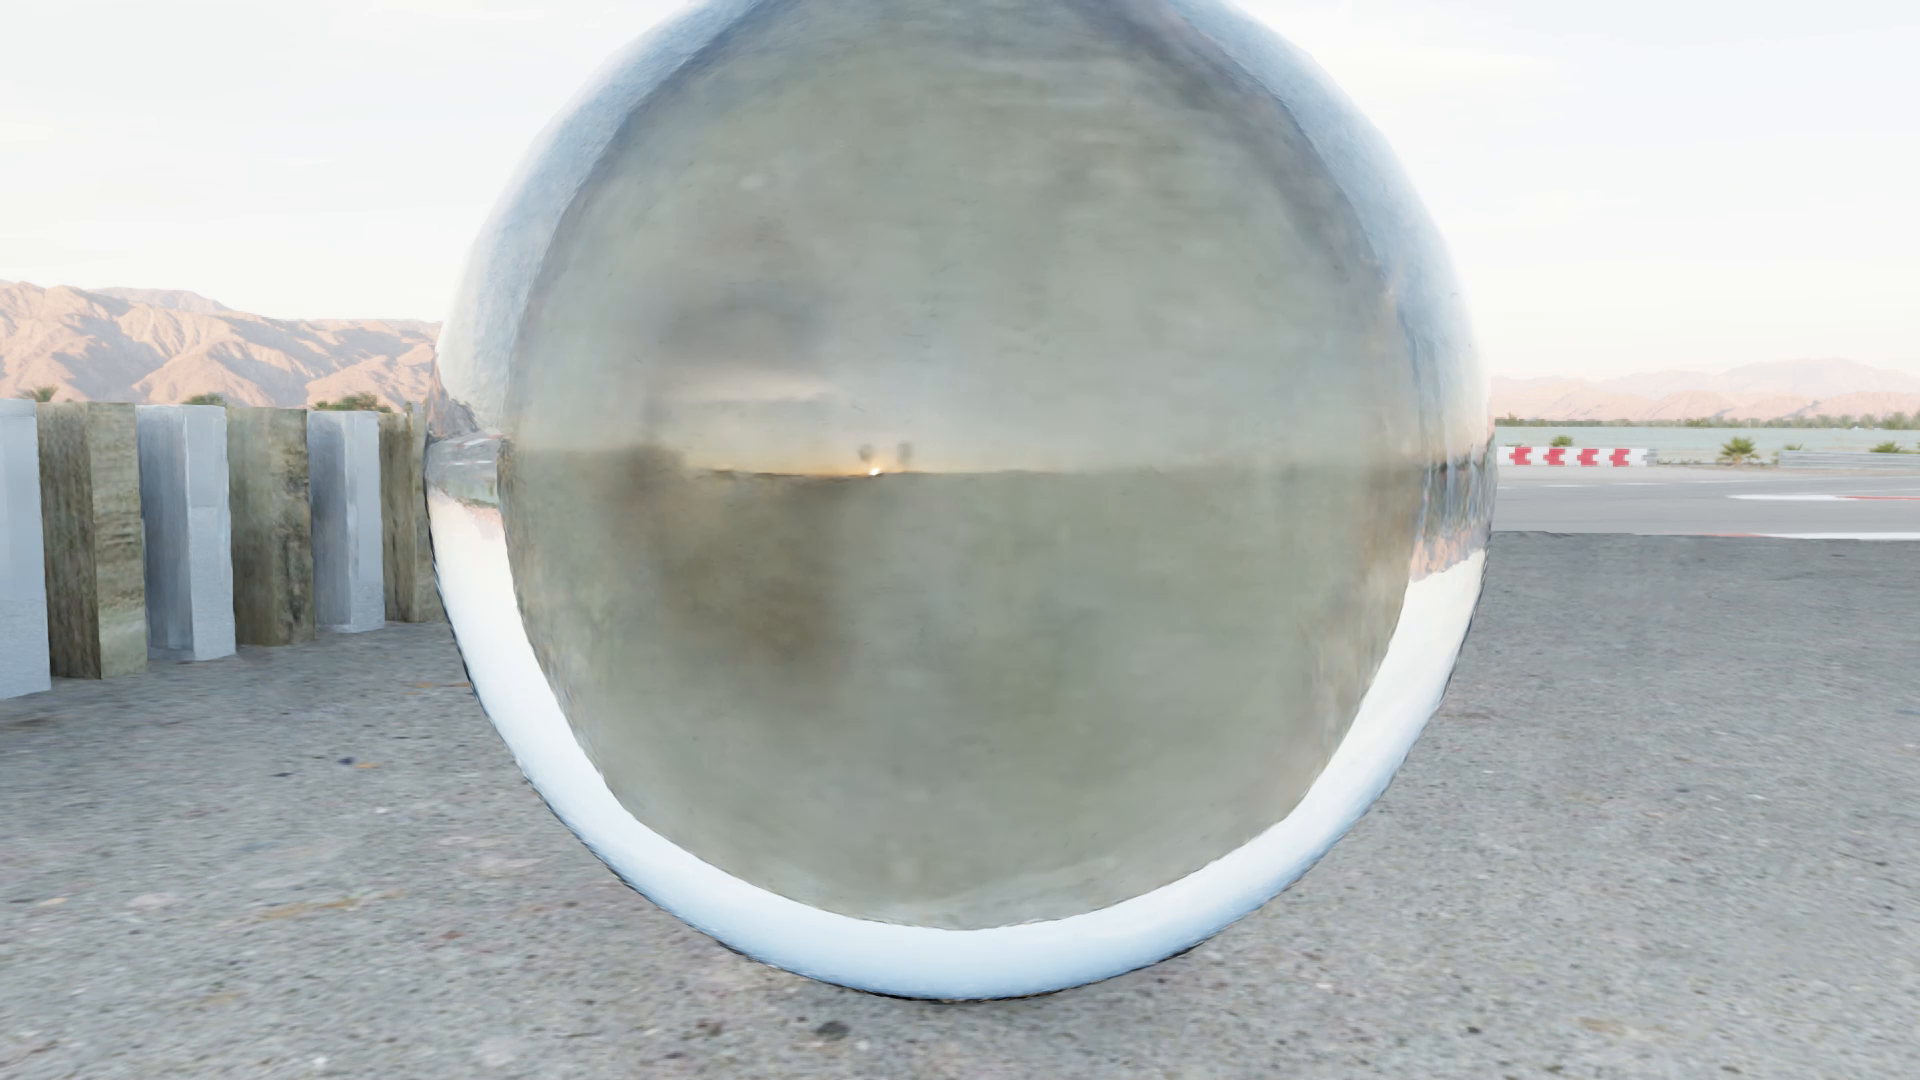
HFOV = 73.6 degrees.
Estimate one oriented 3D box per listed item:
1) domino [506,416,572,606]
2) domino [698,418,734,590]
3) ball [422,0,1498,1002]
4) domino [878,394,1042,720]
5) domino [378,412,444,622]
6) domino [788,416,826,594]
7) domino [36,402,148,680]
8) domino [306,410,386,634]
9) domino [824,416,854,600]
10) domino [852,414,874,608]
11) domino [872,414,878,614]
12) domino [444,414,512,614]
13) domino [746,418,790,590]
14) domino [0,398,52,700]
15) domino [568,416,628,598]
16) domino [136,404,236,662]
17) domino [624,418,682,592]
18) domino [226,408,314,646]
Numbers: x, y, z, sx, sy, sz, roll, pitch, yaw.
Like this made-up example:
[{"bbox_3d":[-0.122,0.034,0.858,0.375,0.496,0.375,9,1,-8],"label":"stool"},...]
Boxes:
[{"bbox_3d":[-0.118,-0.009,0.348,0.025,0.050,0.010,3,5,34],"label":"domino"},{"bbox_3d":[-0.073,-0.011,0.385,0.009,0.050,0.025,-1,4,-10],"label":"domino"},{"bbox_3d":[0.000,-0.005,0.103,0.080,0.080,0.080,0,4,0],"label":"ball"},{"bbox_3d":[0.000,0.002,0.201,0.025,0.050,0.010,0,4,0],"label":"domino"},{"bbox_3d":[-0.138,-0.006,0.313,0.025,0.050,0.009,2,5,25],"label":"domino"},{"bbox_3d":[-0.037,-0.010,0.373,0.009,0.050,0.025,4,6,45],"label":"domino"},{"bbox_3d":[-0.166,0.000,0.238,0.025,0.050,0.009,1,4,16],"label":"domino"},{"bbox_3d":[-0.146,-0.005,0.295,0.025,0.050,0.009,2,5,22],"label":"domino"},{"bbox_3d":[-0.024,-0.009,0.357,0.025,0.050,0.009,-3,5,-32],"label":"domino"},{"bbox_3d":[-0.015,-0.008,0.339,0.025,0.050,0.009,-2,5,-23],"label":"domino"},{"bbox_3d":[-0.008,-0.006,0.320,0.025,0.050,0.009,-1,4,-16],"label":"domino"},{"bbox_3d":[-0.129,-0.007,0.331,0.025,0.050,0.009,2,5,30],"label":"domino"},{"bbox_3d":[-0.053,-0.011,0.384,0.010,0.050,0.025,2,5,20],"label":"domino"},{"bbox_3d":[-0.171,0.001,0.218,0.025,0.050,0.009,1,4,12],"label":"domino"},{"bbox_3d":[-0.106,-0.010,0.364,0.025,0.050,0.009,4,6,40],"label":"domino"},{"bbox_3d":[-0.160,-0.002,0.257,0.025,0.050,0.009,1,5,18],"label":"domino"},{"bbox_3d":[-0.092,-0.011,0.378,0.009,0.050,0.025,-3,5,-33],"label":"domino"},{"bbox_3d":[-0.153,-0.003,0.276,0.025,0.050,0.009,2,5,20],"label":"domino"}]
